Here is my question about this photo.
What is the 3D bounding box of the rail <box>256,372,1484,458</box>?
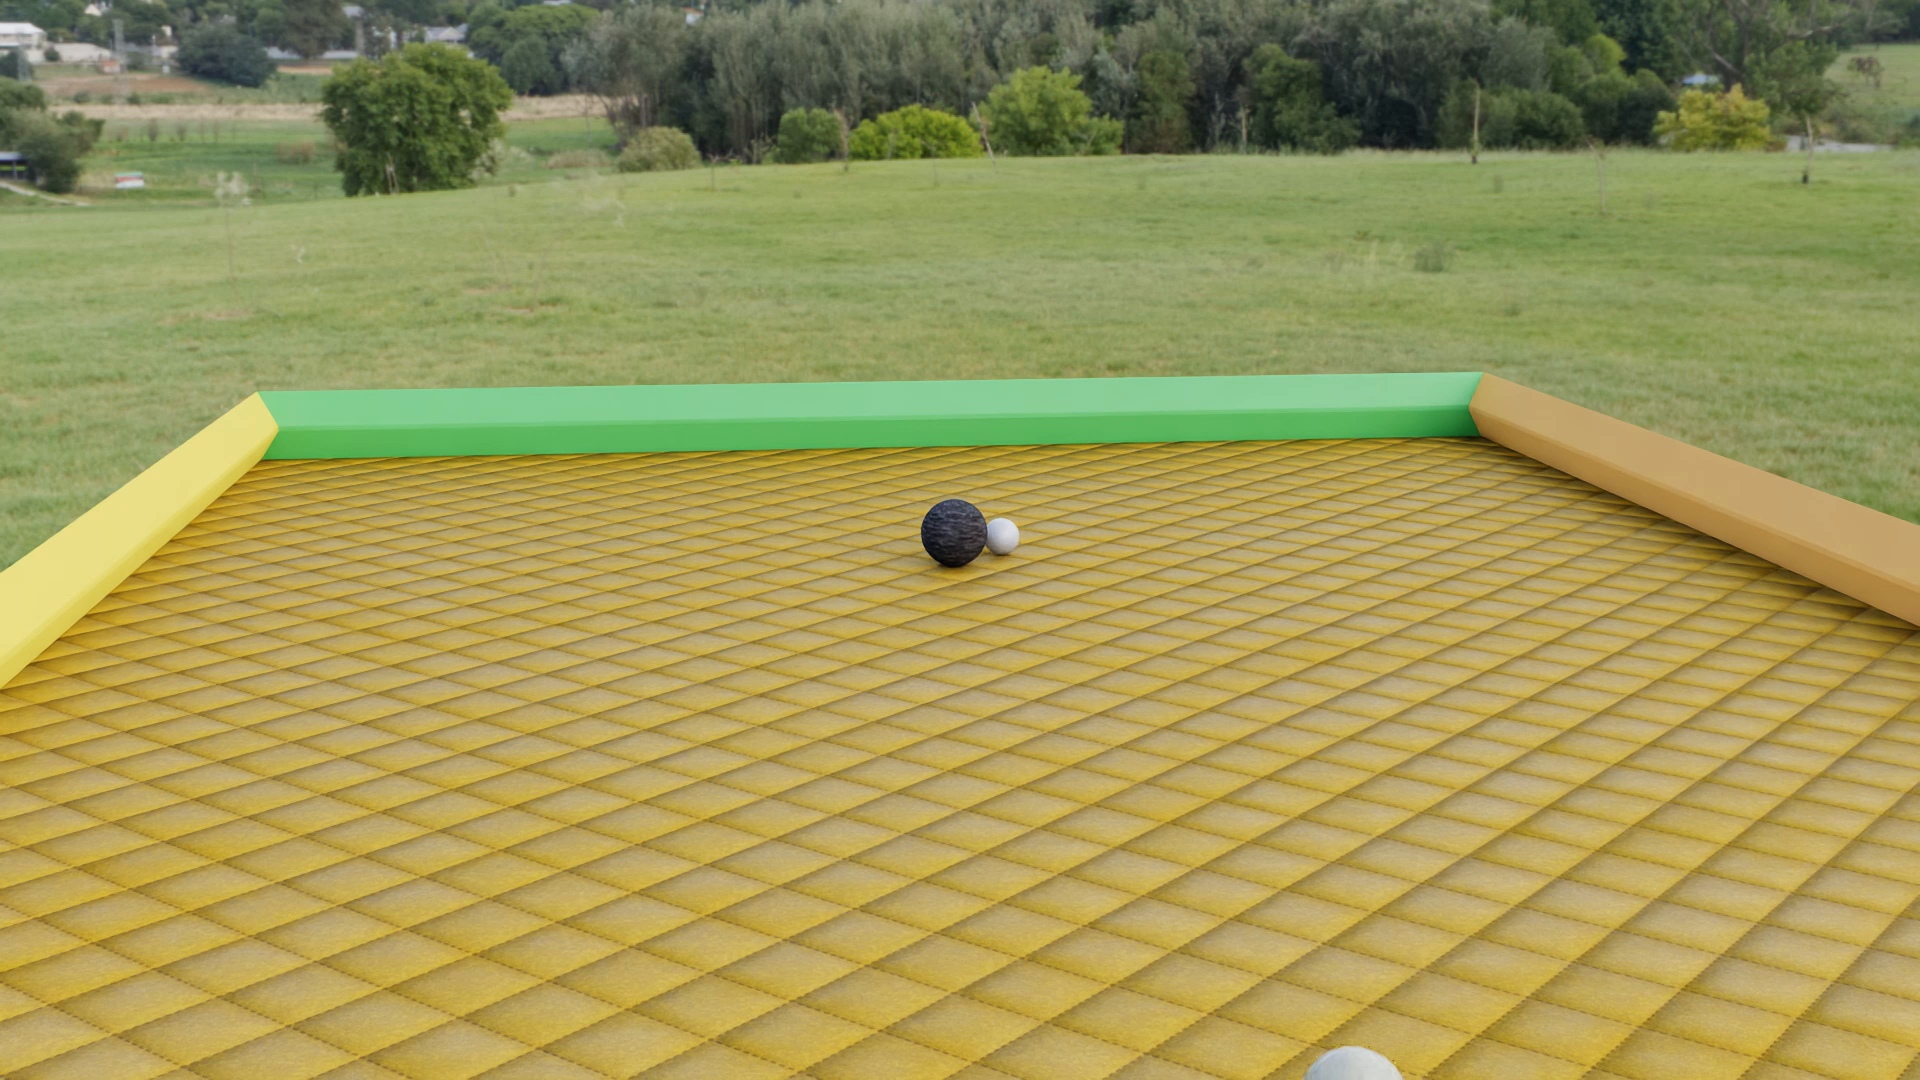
[{"bbox_3d":[-0.132,-0.240,4.258,2.391,0.127,0.045,-1,12,-7],"label":"rail"}]

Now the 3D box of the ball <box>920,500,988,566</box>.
[{"bbox_3d":[-0.008,-0.011,3.218,0.098,0.098,0.098,0,12,0],"label":"ball"}]

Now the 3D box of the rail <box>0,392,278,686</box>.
[{"bbox_3d":[-1.028,0.222,2.004,0.045,0.127,4.394,-1,12,-7],"label":"rail"}]

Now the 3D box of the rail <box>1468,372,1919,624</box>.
[{"bbox_3d":[1.298,0.164,2.286,0.045,0.127,4.394,-1,12,-7],"label":"rail"}]

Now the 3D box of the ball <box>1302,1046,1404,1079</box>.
[{"bbox_3d":[0.257,0.368,1.438,0.072,0.072,0.072,0,12,0],"label":"ball"}]

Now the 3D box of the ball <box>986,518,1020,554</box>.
[{"bbox_3d":[0.062,-0.005,3.298,0.055,0.055,0.055,0,12,0],"label":"ball"}]
